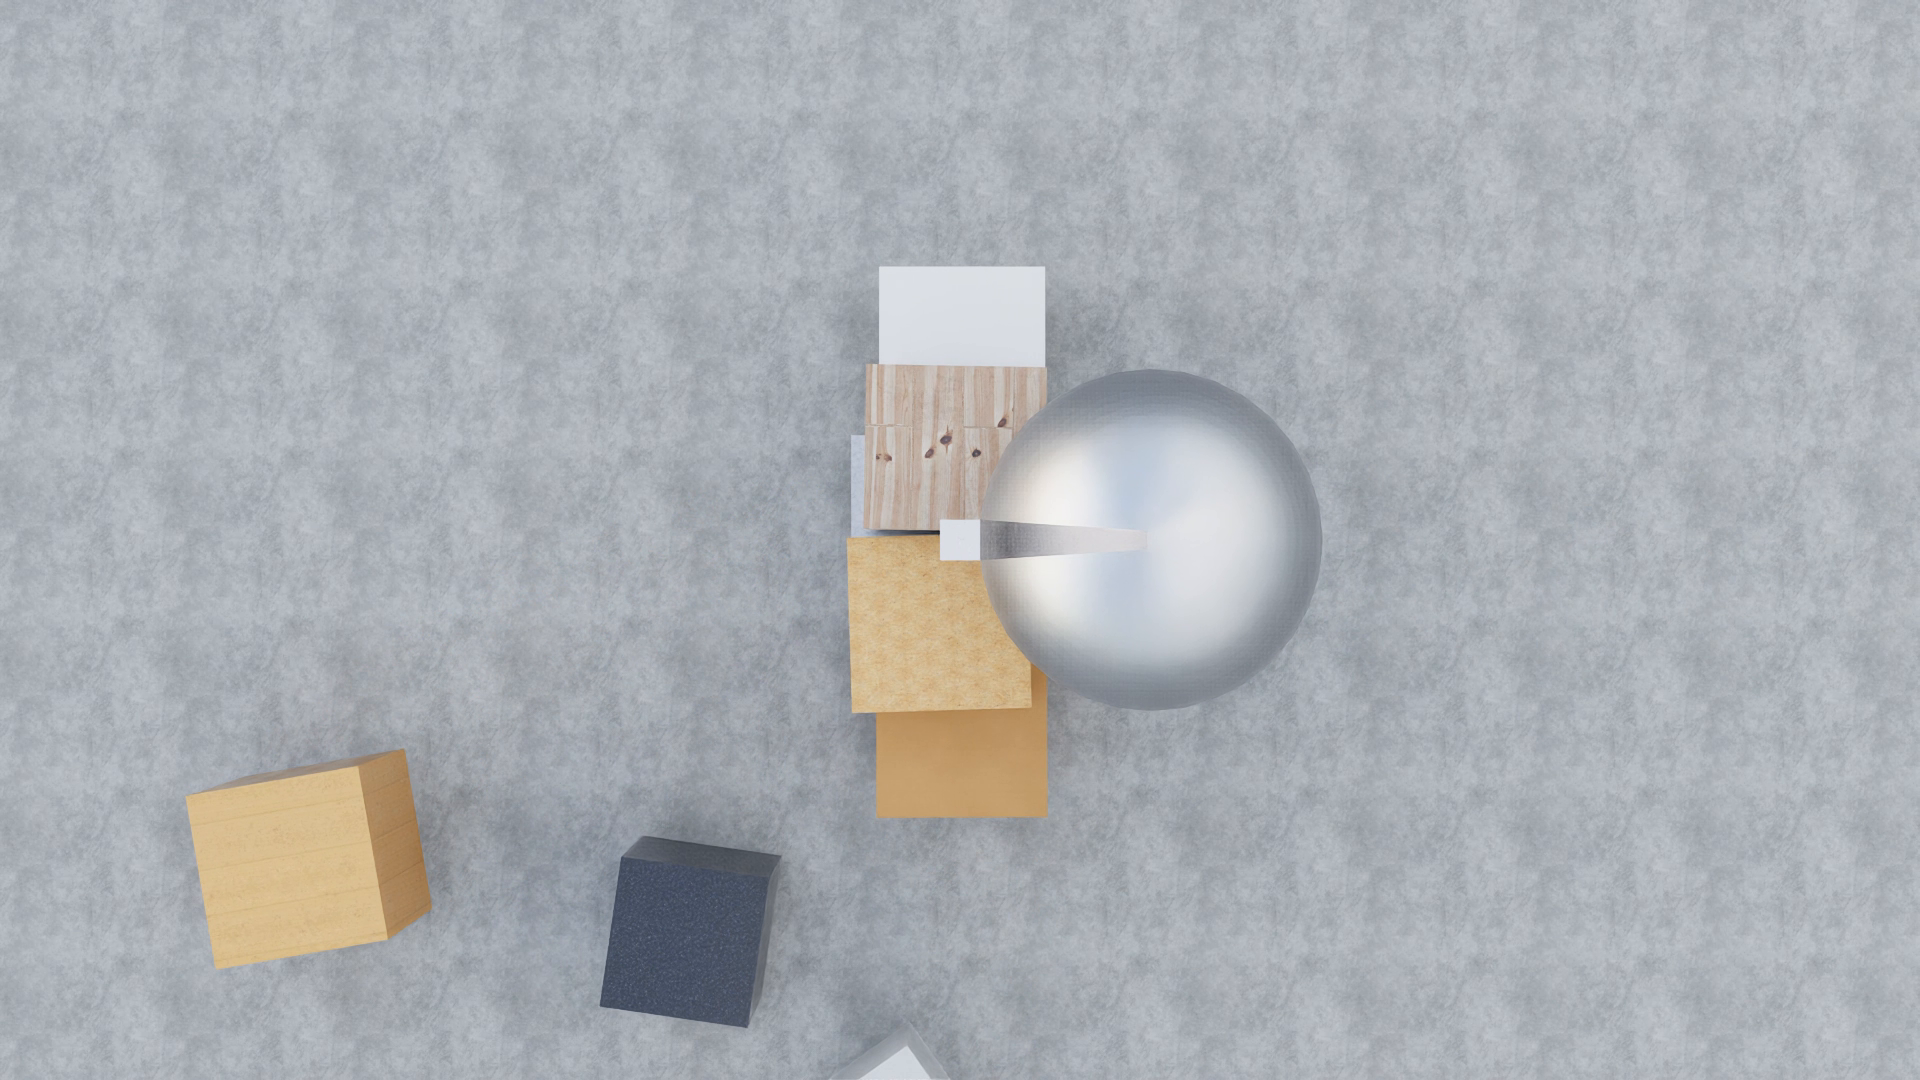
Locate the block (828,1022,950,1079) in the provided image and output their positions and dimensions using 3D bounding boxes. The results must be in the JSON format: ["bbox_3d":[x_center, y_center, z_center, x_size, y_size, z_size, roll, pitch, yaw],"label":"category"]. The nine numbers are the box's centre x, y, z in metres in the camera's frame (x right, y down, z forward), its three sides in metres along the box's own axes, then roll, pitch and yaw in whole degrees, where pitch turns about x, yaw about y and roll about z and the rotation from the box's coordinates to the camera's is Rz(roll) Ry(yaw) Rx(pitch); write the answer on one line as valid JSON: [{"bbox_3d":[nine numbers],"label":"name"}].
[{"bbox_3d":[-0.396,3.269,12.691,0.648,0.618,0.576,-35,90,0],"label":"block"}]

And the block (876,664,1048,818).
[{"bbox_3d":[0.009,0.971,12.426,0.921,1.147,1.048,0,90,0],"label":"block"}]

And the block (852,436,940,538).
[{"bbox_3d":[-0.008,-0.062,12.471,1.166,1.059,1.014,0,90,0],"label":"block"}]

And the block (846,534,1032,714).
[{"bbox_3d":[-0.105,0.430,11.465,0.904,0.776,0.884,-2,88,0],"label":"block"}]

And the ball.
[{"bbox_3d":[0.885,0.000,10.273,1.600,1.600,1.600,0,90,0],"label":"ball"}]

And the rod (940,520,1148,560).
[{"bbox_3d":[0.384,0.000,6.910,0.080,5.200,0.080,0,90,8],"label":"rod"}]

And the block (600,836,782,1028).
[{"bbox_3d":[-1.522,2.221,12.571,0.827,0.859,0.838,8,90,0],"label":"block"}]

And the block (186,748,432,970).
[{"bbox_3d":[-3.671,1.788,12.495,0.954,1.009,0.961,-10,90,0],"label":"block"}]

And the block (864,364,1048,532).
[{"bbox_3d":[-0.023,-0.457,11.432,0.899,1.019,0.819,1,90,0],"label":"block"}]

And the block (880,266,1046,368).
[{"bbox_3d":[0.012,-1.041,12.543,0.912,0.914,0.924,0,90,0],"label":"block"}]
